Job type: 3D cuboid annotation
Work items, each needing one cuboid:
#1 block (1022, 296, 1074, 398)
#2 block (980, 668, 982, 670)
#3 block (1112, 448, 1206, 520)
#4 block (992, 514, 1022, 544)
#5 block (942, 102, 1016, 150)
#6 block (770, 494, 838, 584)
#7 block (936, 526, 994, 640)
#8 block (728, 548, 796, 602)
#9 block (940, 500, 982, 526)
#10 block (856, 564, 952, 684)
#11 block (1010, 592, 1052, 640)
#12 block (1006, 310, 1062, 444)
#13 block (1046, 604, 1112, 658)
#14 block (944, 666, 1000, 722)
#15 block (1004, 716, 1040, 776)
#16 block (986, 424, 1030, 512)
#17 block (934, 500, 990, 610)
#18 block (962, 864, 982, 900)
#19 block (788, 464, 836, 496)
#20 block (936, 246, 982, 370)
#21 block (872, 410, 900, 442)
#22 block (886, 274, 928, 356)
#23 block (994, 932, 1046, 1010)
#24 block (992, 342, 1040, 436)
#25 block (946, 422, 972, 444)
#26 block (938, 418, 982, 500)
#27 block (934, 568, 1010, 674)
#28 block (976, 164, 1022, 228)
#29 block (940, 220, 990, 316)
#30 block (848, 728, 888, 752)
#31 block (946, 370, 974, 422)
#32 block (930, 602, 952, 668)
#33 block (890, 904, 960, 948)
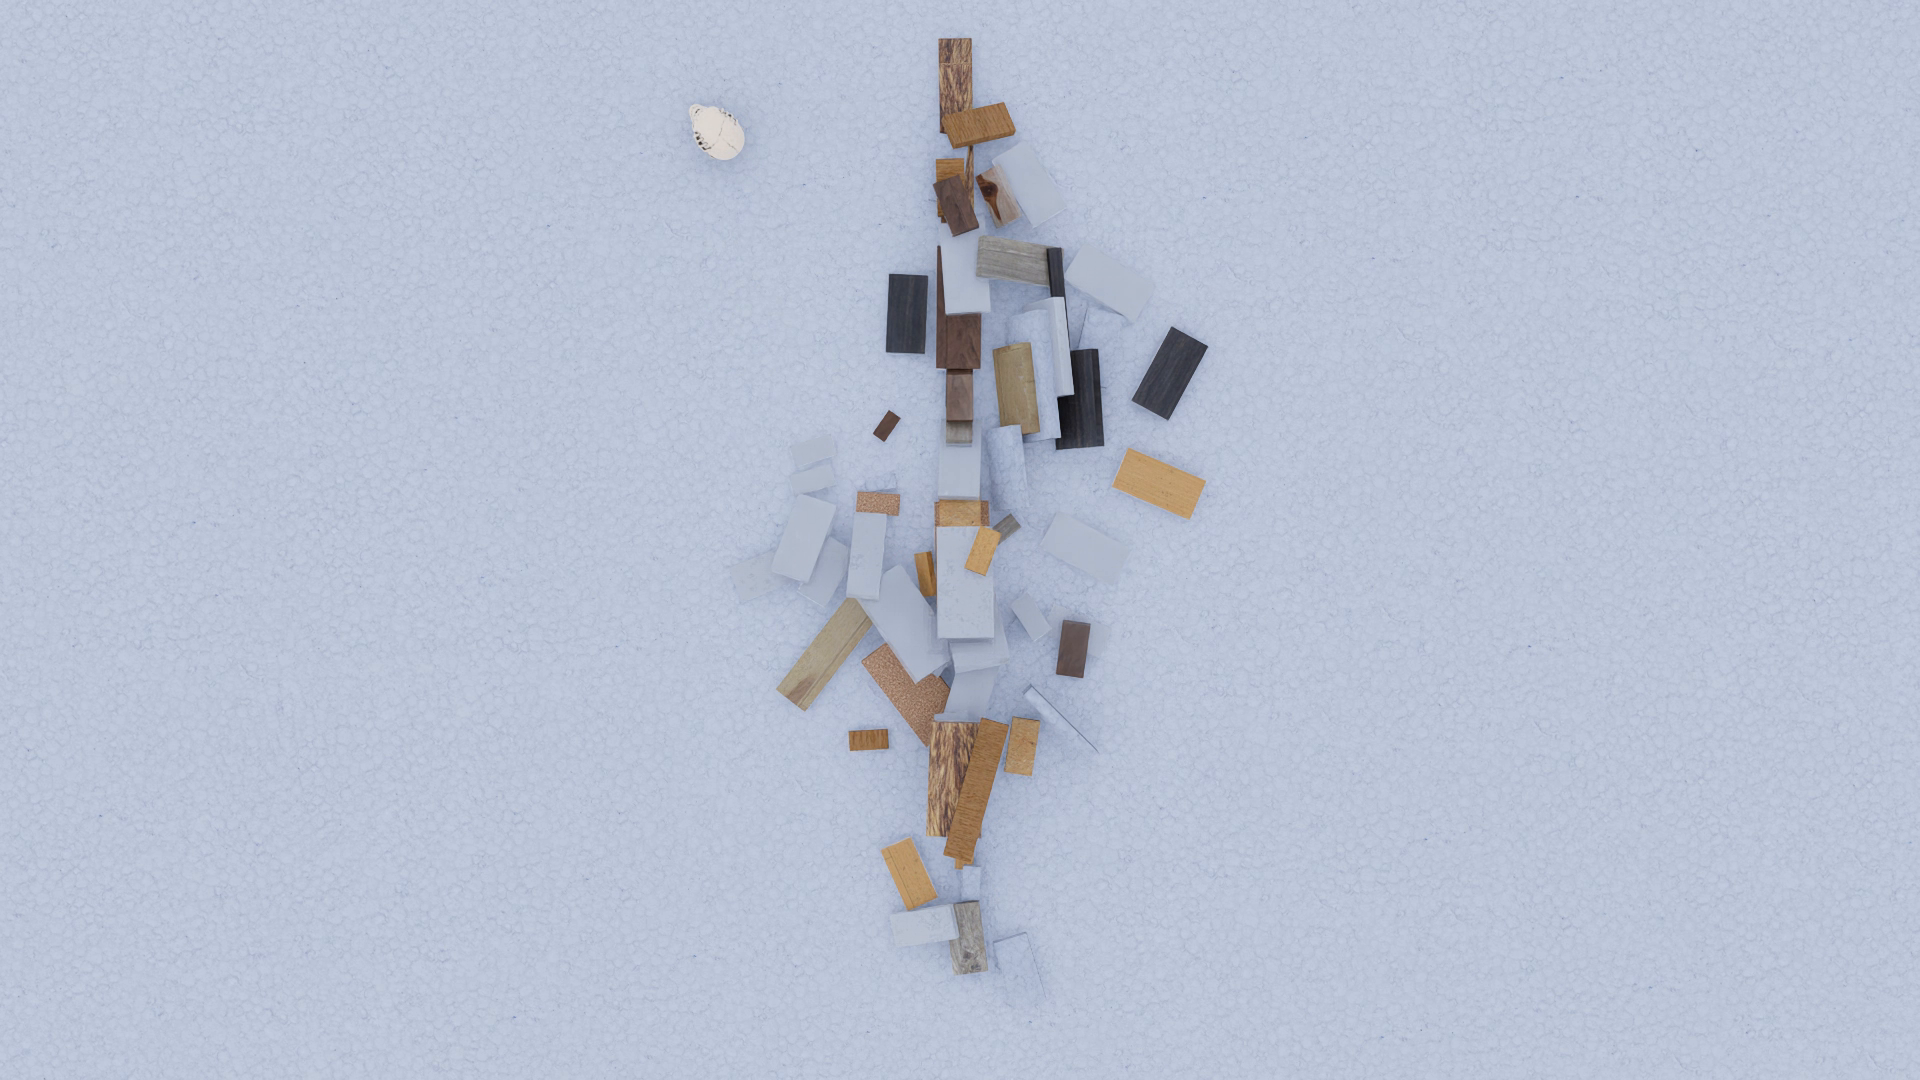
[{"bbox_3d":[0.289,-0.626,5.423,0.045,0.160,0.320,-6,90,-38],"label":"block"},{"bbox_3d":[0.068,0.320,5.426,0.099,0.028,0.197,-23,65,-10],"label":"block"},{"bbox_3d":[0.659,-0.186,5.480,0.280,0.040,0.140,23,90,0],"label":"block"},{"bbox_3d":[0.141,-0.030,5.492,0.116,0.016,0.058,-39,90,0],"label":"block"},{"bbox_3d":[0.062,-1.367,5.440,0.221,0.031,0.110,-17,76,-17],"label":"block"},{"bbox_3d":[-0.512,-0.004,5.444,0.136,0.039,0.273,18,79,10],"label":"block"},{"bbox_3d":[0.017,0.138,5.308,0.180,0.051,0.359,-1,81,0],"label":"block"},{"bbox_3d":[-0.631,0.105,5.483,0.245,0.035,0.122,-22,90,0],"label":"block"},{"bbox_3d":[0.000,-0.091,5.418,0.135,0.038,0.271,-2,69,0],"label":"block"},{"bbox_3d":[-0.171,0.274,5.403,0.178,0.050,0.356,-33,83,-17],"label":"block"},{"bbox_3d":[0.235,0.255,5.467,0.073,0.021,0.146,-34,81,3],"label":"block"},{"bbox_3d":[0.240,-0.535,5.423,0.045,0.160,0.420,-6,90,-38],"label":"block"},{"bbox_3d":[0.387,0.301,5.485,0.211,0.030,0.105,24,90,0],"label":"block"},{"bbox_3d":[0.032,0.511,5.422,0.130,0.037,0.259,18,86,0],"label":"block"},{"bbox_3d":[0.207,0.686,5.487,0.092,0.026,0.185,9,90,0],"label":"block"},{"bbox_3d":[0.156,-0.237,5.435,0.038,0.135,0.271,-6,90,-39],"label":"block"},{"bbox_3d":[0.010,0.049,5.412,0.180,0.051,0.359,-2,69,0],"label":"block"},{"bbox_3d":[0.037,1.131,5.449,0.059,0.017,0.117,3,100,0],"label":"block"},{"bbox_3d":[-0.492,-0.200,5.490,0.142,0.020,0.071,-16,90,0],"label":"block"},{"bbox_3d":[-0.003,-0.765,5.444,0.148,0.042,0.405,1,89,0],"label":"block"},{"bbox_3d":[-0.244,-0.379,5.493,0.049,0.014,0.097,35,90,0],"label":"block"},{"bbox_3d":[-0.176,-0.749,5.482,0.131,0.037,0.261,3,90,0],"label":"block"},{"bbox_3d":[0.198,1.432,5.484,0.115,0.033,0.230,-17,90,0],"label":"block"},{"bbox_3d":[0.185,-0.492,5.429,0.042,0.148,0.295,-6,90,-38],"label":"block"},{"bbox_3d":[-0.003,-0.403,5.451,0.087,0.025,0.175,0,65,-1],"label":"block"},{"bbox_3d":[0.000,-0.265,5.437,0.135,0.038,0.271,2,71,0],"label":"block"},{"bbox_3d":[0.038,0.247,5.388,0.180,0.051,0.359,-10,63,-4],"label":"block"},{"bbox_3d":[0.129,-1.138,5.465,0.093,0.026,0.185,-22,90,29],"label":"block"},{"bbox_3d":[0.016,-0.891,5.405,0.148,0.042,0.295,-4,89,0],"label":"block"},{"bbox_3d":[-0.304,0.666,5.491,0.130,0.018,0.065,-3,90,0],"label":"block"},{"bbox_3d":[0.000,-0.475,5.426,0.087,0.025,0.175,0,75,0],"label":"block"},{"bbox_3d":[-0.066,0.315,5.468,0.099,0.028,0.197,-38,90,0],"label":"block"},{"bbox_3d":[-0.118,1.273,5.446,0.219,0.031,0.109,-13,88,20],"label":"block"}]
